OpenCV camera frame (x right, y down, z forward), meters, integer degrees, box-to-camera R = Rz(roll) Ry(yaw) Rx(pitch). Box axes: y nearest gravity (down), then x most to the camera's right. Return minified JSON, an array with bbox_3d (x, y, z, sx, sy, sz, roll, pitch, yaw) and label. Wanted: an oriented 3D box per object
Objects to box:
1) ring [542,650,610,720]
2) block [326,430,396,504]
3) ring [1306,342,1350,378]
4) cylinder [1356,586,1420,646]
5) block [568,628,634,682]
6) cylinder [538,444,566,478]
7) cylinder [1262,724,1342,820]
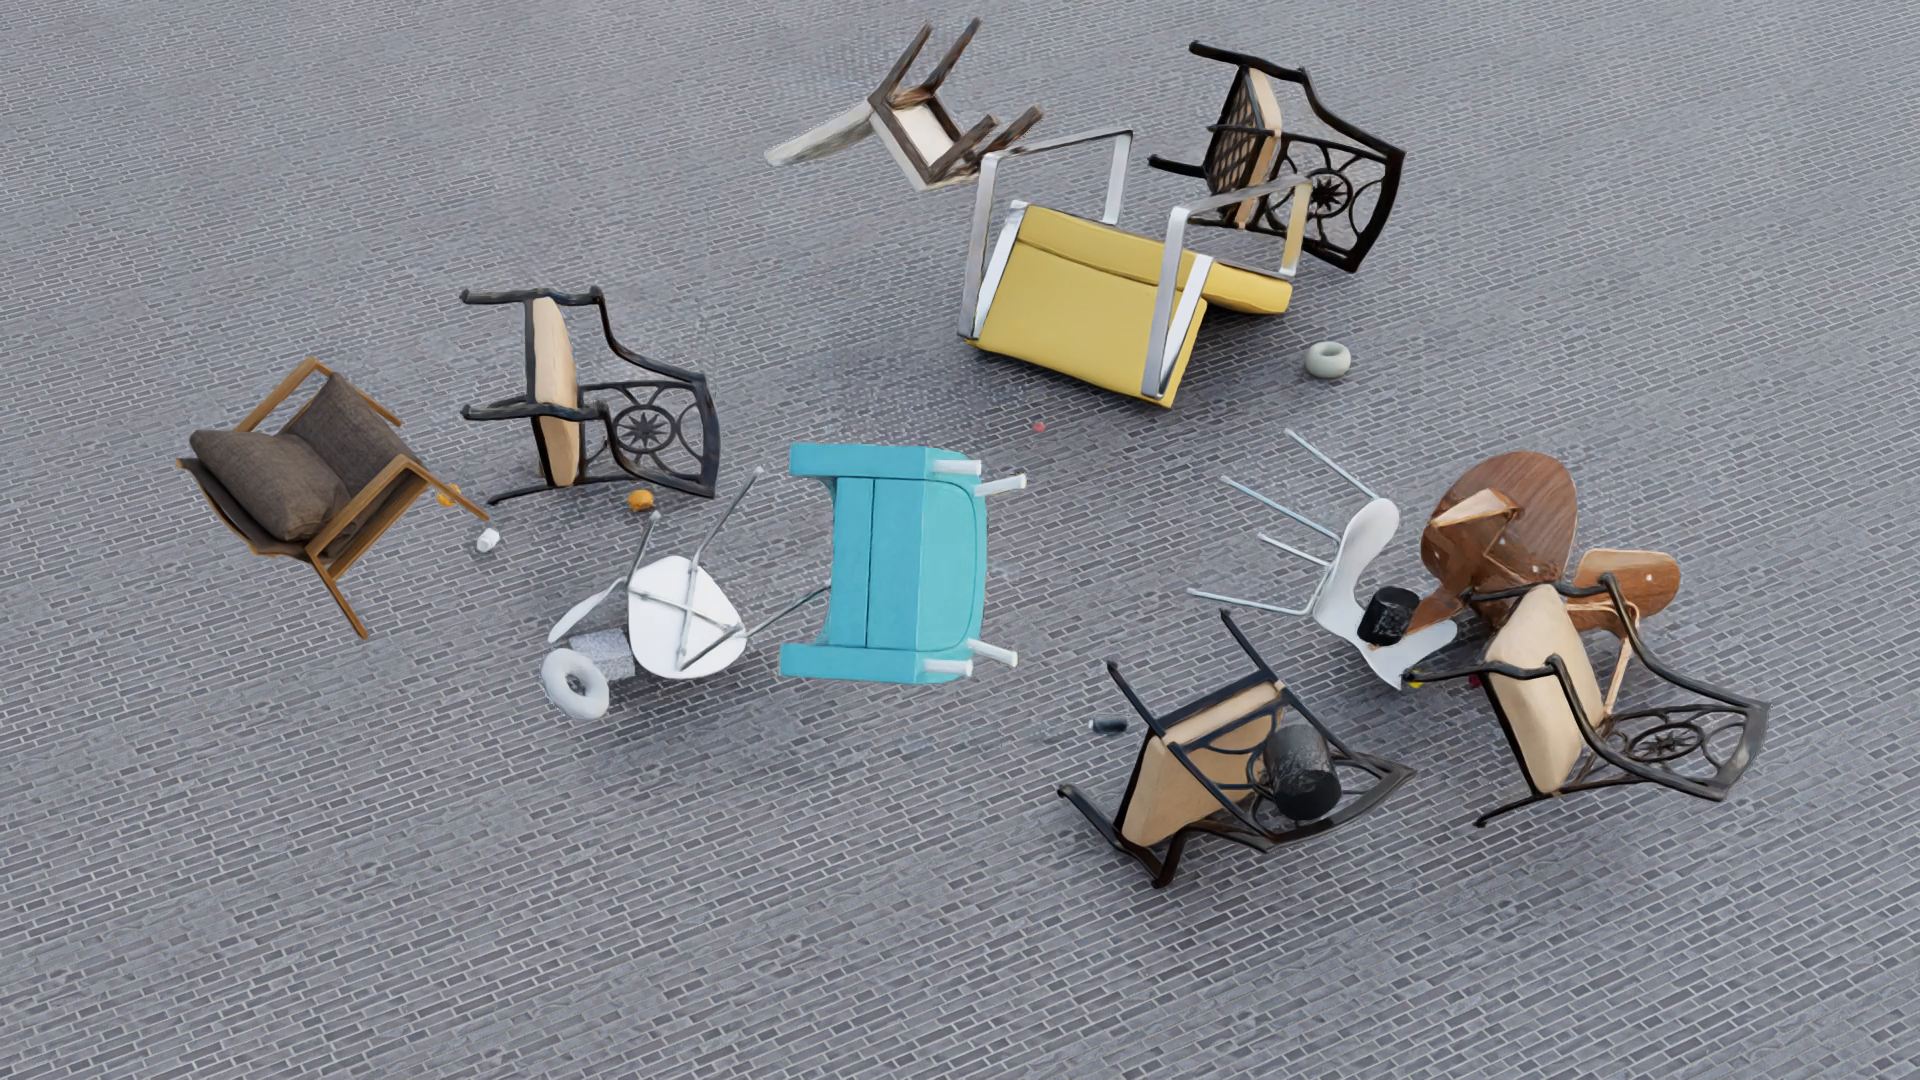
[{"bbox_3d":[-1.295,0.488,9.887,0.279,0.070,0.225,53,42,5],"label":"ring"},{"bbox_3d":[-2.246,-0.274,10.984,0.239,0.221,0.101,14,14,30],"label":"block"},{"bbox_3d":[1.504,-0.737,11.978,0.191,0.096,0.180,-21,38,-26],"label":"ring"},{"bbox_3d":[1.473,0.262,10.090,0.184,0.166,0.116,-2,40,-31],"label":"cylinder"},{"bbox_3d":[-1.252,0.408,10.241,0.187,0.093,0.175,-12,35,-17],"label":"block"},{"bbox_3d":[-1.572,-0.304,11.312,0.064,0.100,0.112,25,39,7],"label":"cylinder"},{"bbox_3d":[1.036,0.704,8.889,0.201,0.192,0.223,-32,31,14],"label":"cylinder"}]
